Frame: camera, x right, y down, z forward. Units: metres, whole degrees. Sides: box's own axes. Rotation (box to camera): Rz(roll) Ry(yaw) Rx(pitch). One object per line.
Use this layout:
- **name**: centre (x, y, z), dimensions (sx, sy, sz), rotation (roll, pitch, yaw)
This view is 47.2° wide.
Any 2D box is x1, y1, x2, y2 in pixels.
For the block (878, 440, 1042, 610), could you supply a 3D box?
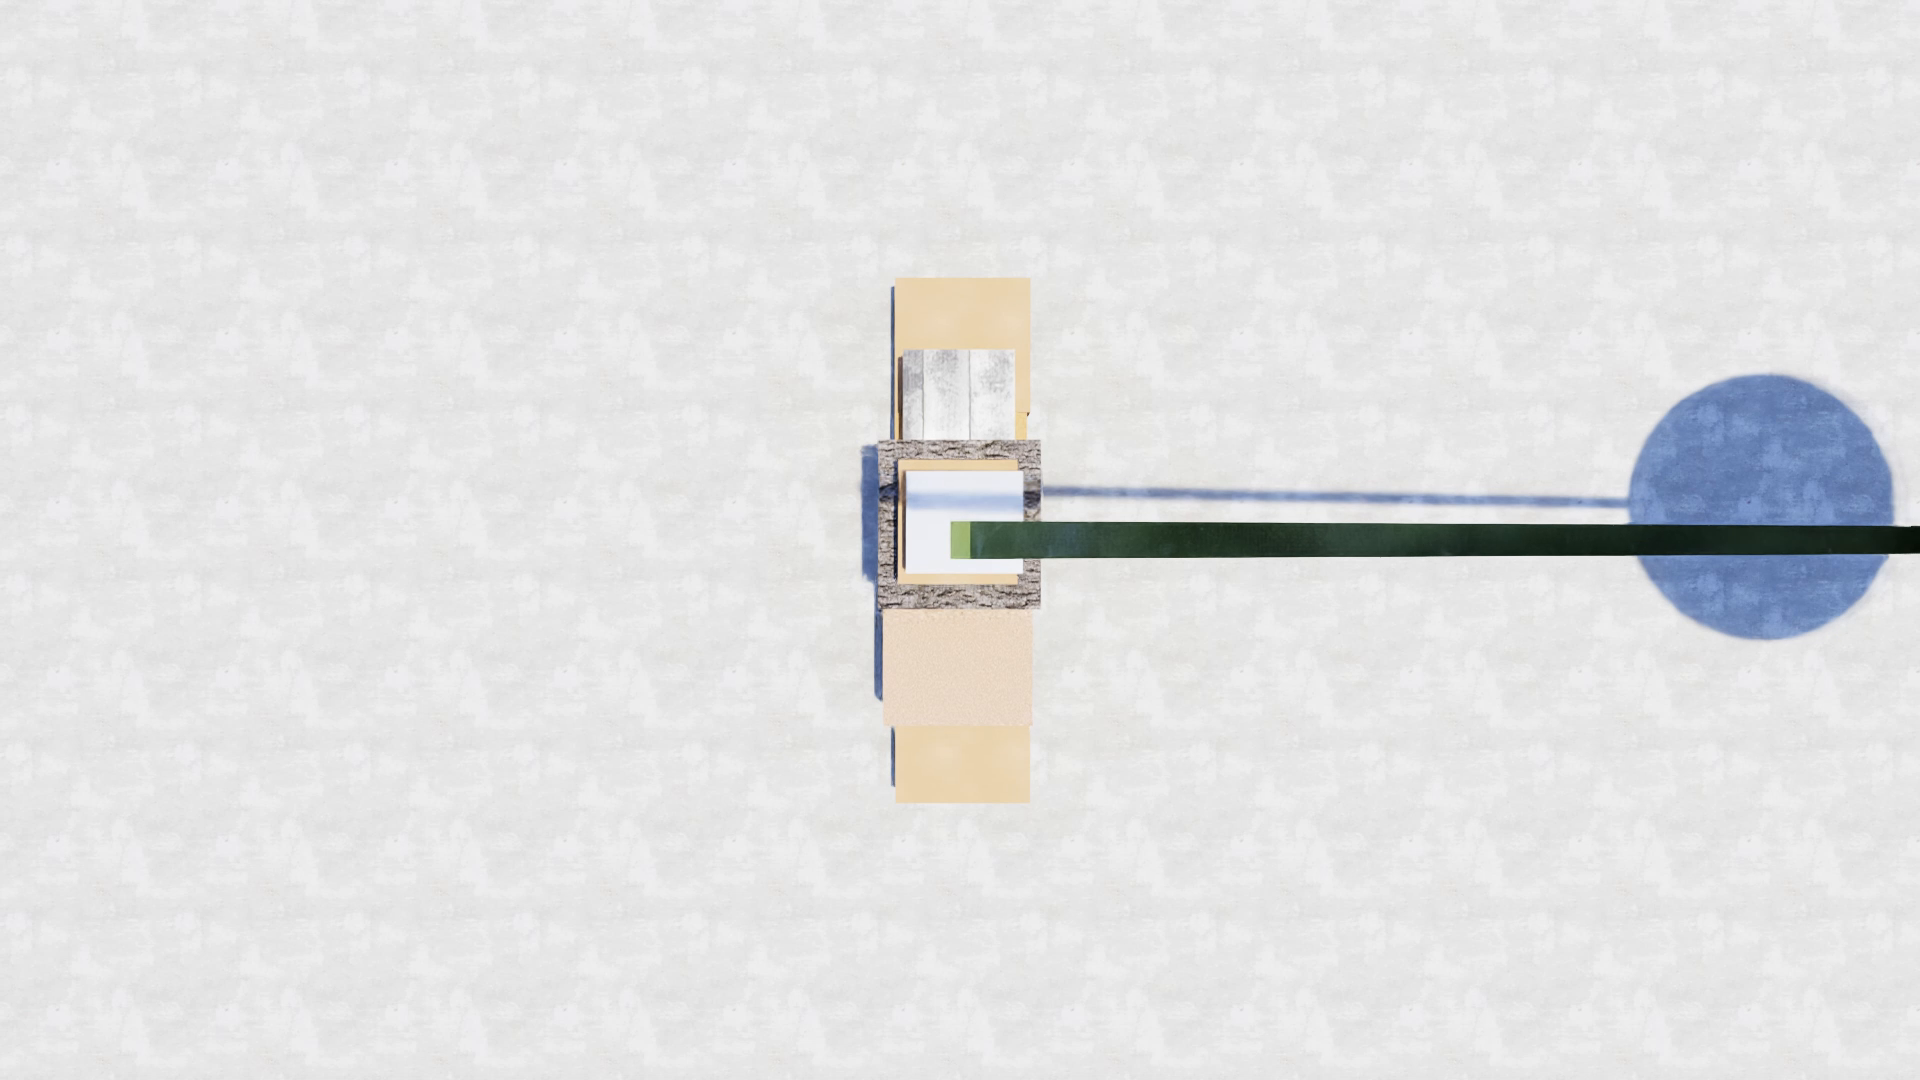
- **block**: centre (-0.002, -0.061, 10.316), dimensions (0.736, 0.747, 0.767), rotation (0, 89, 0)

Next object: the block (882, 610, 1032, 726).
- **block**: centre (-0.012, 0.635, 11.884), dimensions (0.777, 0.879, 0.703), rotation (0, 88, 0)

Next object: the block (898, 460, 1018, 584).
- **block**: centre (-0.009, -0.072, 9.691), dimensions (0.512, 0.503, 0.534), rotation (0, 89, 0)

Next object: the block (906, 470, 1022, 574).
- **block**: centre (0.018, -0.068, 9.234), dimensions (0.478, 0.412, 0.420), rotation (0, 89, 0)

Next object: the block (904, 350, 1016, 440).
- **block**: centre (-0.005, -0.711, 11.930), dimensions (0.593, 0.571, 0.596), rotation (0, 90, 0)

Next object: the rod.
- **rod**: centre (2.212, 0.000, 5.969), dimensions (5.200, 0.080, 0.080), rotation (0, 90, -32)

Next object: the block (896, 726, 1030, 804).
- **block**: centre (0.015, 1.101, 12.660), dimensions (0.755, 0.680, 0.748), rotation (0, 90, 0)

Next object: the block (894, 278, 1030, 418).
- **block**: centre (0.015, -1.096, 12.679), dimensions (0.762, 0.642, 0.757), rotation (0, 90, 0)

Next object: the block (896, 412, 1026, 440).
- **block**: centre (0.005, -0.310, 12.608), dimensions (0.733, 0.784, 0.795), rotation (0, 90, 0)
